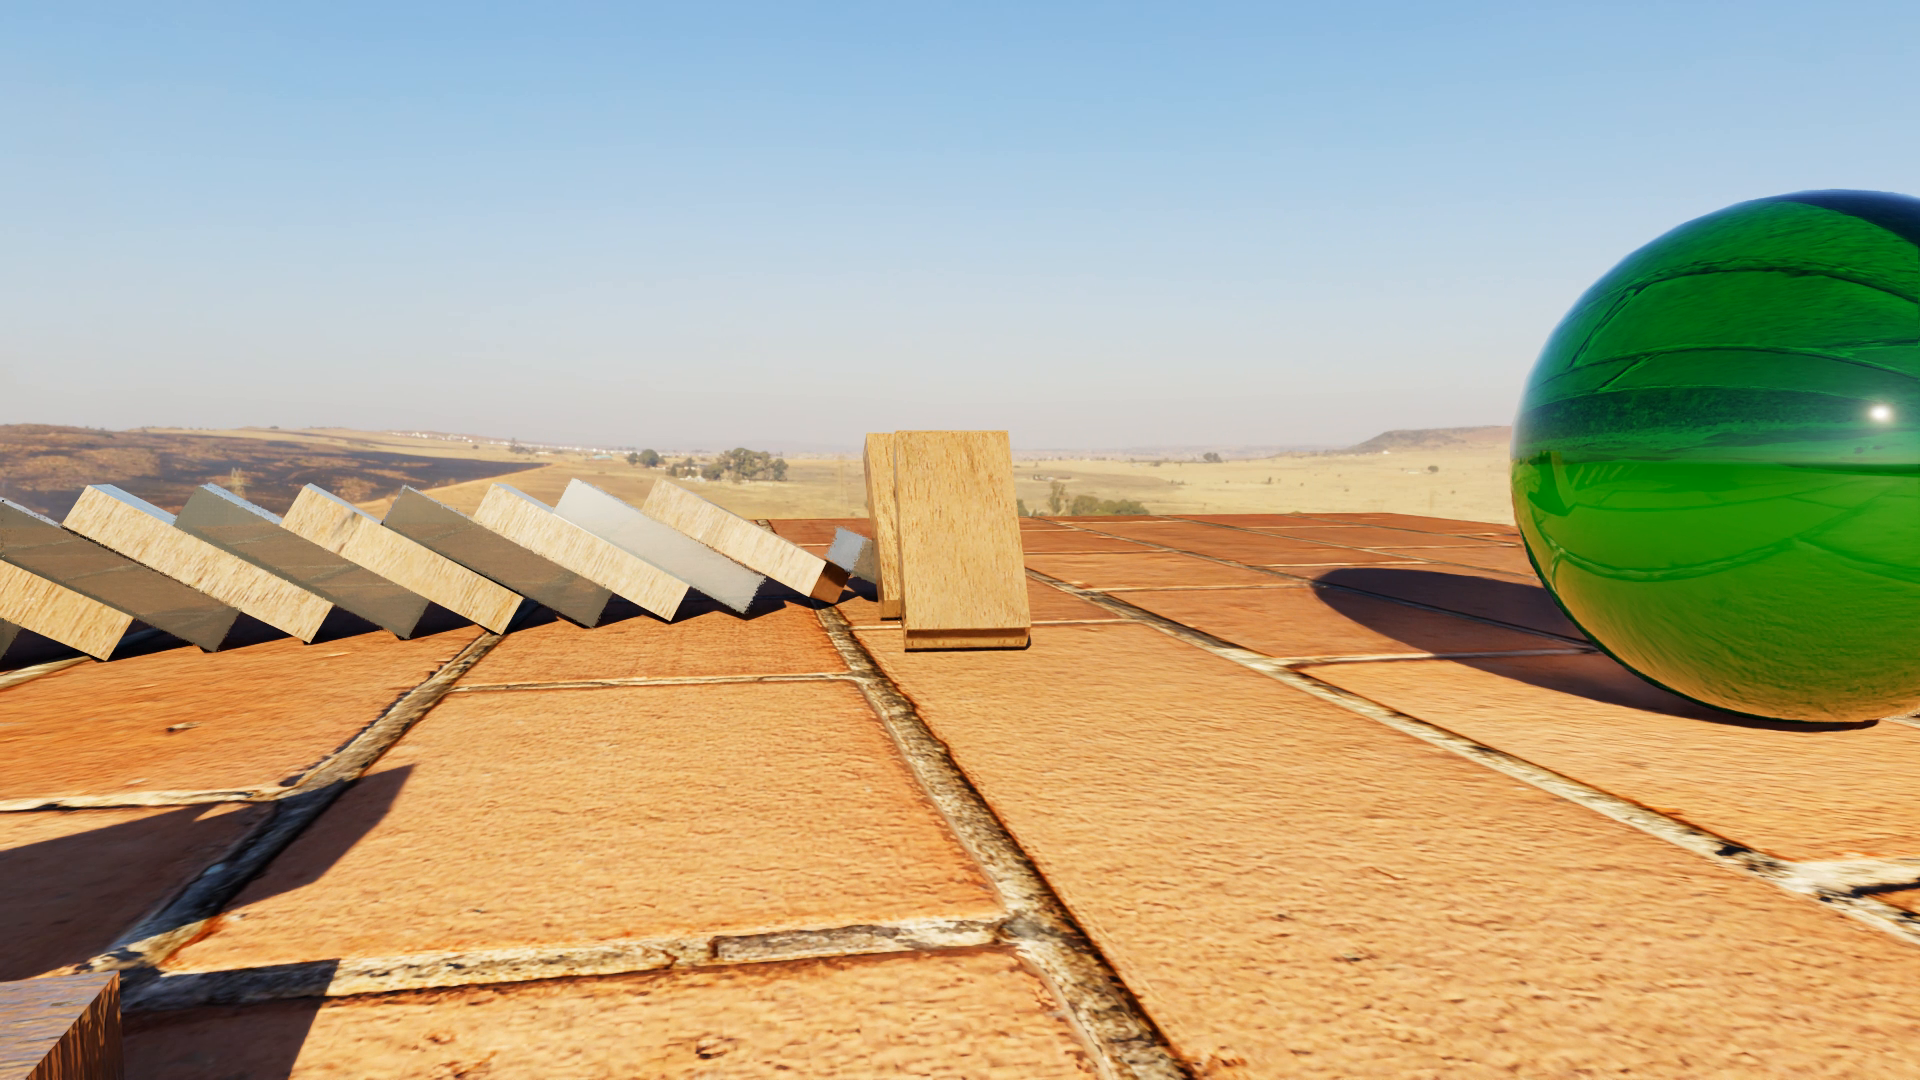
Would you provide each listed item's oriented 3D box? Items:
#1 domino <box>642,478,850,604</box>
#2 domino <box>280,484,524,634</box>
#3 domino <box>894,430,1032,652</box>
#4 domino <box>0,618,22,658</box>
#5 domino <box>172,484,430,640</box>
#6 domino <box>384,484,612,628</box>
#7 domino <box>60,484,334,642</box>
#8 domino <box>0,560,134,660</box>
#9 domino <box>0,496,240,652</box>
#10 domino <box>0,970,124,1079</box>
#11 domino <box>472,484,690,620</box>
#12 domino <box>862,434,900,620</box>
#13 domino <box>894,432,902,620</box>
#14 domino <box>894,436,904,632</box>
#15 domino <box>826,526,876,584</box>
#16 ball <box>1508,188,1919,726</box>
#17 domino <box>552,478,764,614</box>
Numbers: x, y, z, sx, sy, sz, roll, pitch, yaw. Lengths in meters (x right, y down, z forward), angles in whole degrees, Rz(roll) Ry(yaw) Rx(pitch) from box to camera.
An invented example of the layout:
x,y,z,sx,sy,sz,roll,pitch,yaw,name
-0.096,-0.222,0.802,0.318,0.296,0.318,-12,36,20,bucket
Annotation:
x,y,z,sx,sy,sz,roll,pitch,yaw,name
-0.055,0.001,0.334,0.050,0.009,0.025,26,-2,12,domino
-0.125,0.004,0.288,0.050,0.010,0.025,32,-9,-23,domino
0.000,-0.001,0.274,0.025,0.050,0.010,-1,-33,-7,domino
-0.201,0.008,0.231,0.025,0.009,0.050,3,-27,42,domino
-0.142,0.004,0.281,0.050,0.010,0.025,32,-10,-23,domino
-0.107,0.004,0.298,0.050,0.009,0.025,31,-9,-23,domino
-0.160,0.005,0.274,0.050,0.010,0.025,32,-11,-23,domino
-0.189,0.007,0.246,0.025,0.009,0.050,4,-26,49,domino
-0.175,0.006,0.260,0.050,0.009,0.025,35,-17,-33,domino
-0.073,0.033,0.062,0.050,0.010,0.025,-1,4,-17,domino
-0.090,0.003,0.310,0.050,0.009,0.025,29,-4,-12,domino
-0.009,-0.004,0.322,0.025,0.050,0.009,-1,-34,-12,domino
-0.002,-0.003,0.310,0.025,0.050,0.010,0,-33,-7,domino
-0.001,-0.002,0.286,0.025,0.050,0.010,-1,-33,-7,domino
-0.020,0.007,0.349,0.025,0.009,0.050,23,-1,-14,domino
0.127,-0.012,0.196,0.080,0.080,0.080,0,4,0,ball
-0.073,0.002,0.315,0.050,0.009,0.025,29,-4,-6,domino
